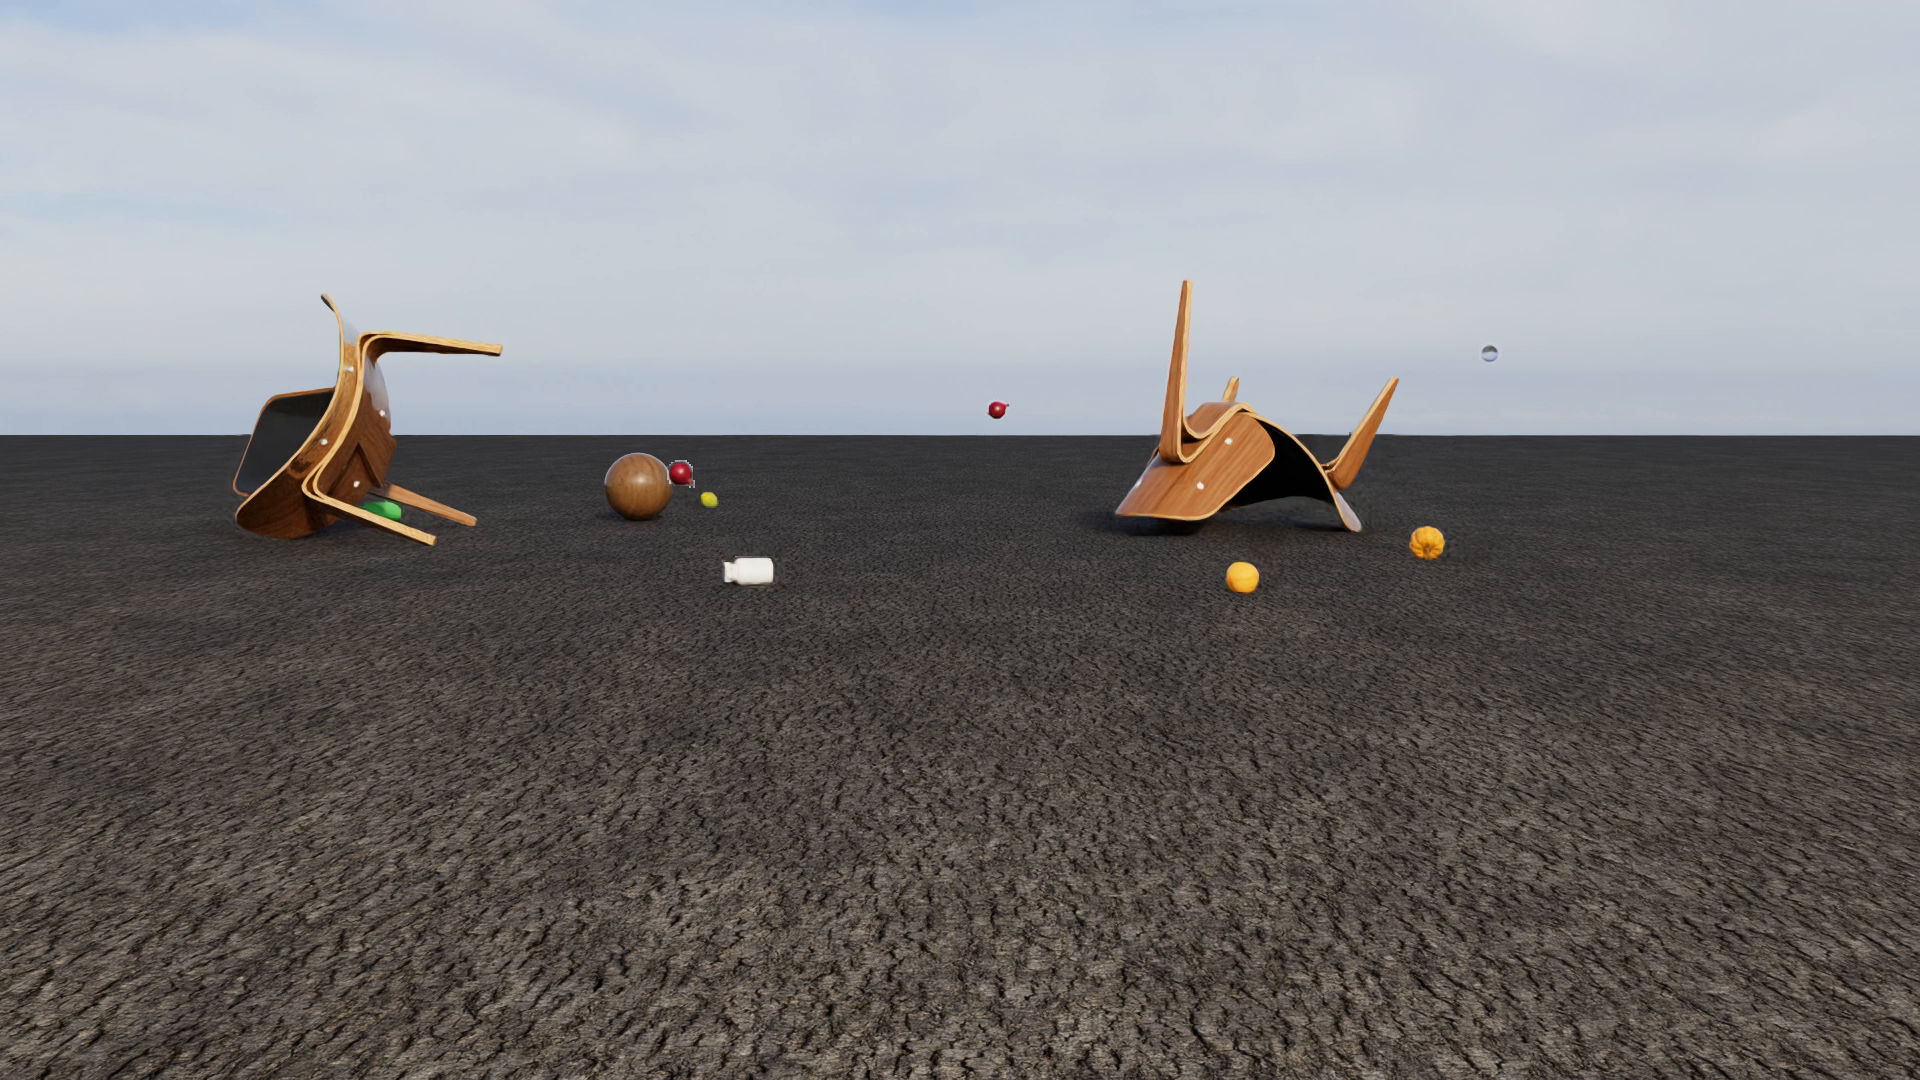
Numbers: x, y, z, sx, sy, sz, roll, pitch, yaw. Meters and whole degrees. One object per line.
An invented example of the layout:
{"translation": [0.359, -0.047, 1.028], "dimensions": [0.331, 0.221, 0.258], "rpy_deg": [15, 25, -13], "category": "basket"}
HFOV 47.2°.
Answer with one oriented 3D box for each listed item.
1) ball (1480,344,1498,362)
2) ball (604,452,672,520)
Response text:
{"translation": [1.990, -0.701, 8.261], "dimensions": [0.064, 0.064, 0.064], "rpy_deg": [0, 4, 0], "category": "ball"}
{"translation": [-1.095, -0.181, 7.492], "dimensions": [0.232, 0.232, 0.232], "rpy_deg": [0, 4, 0], "category": "ball"}
